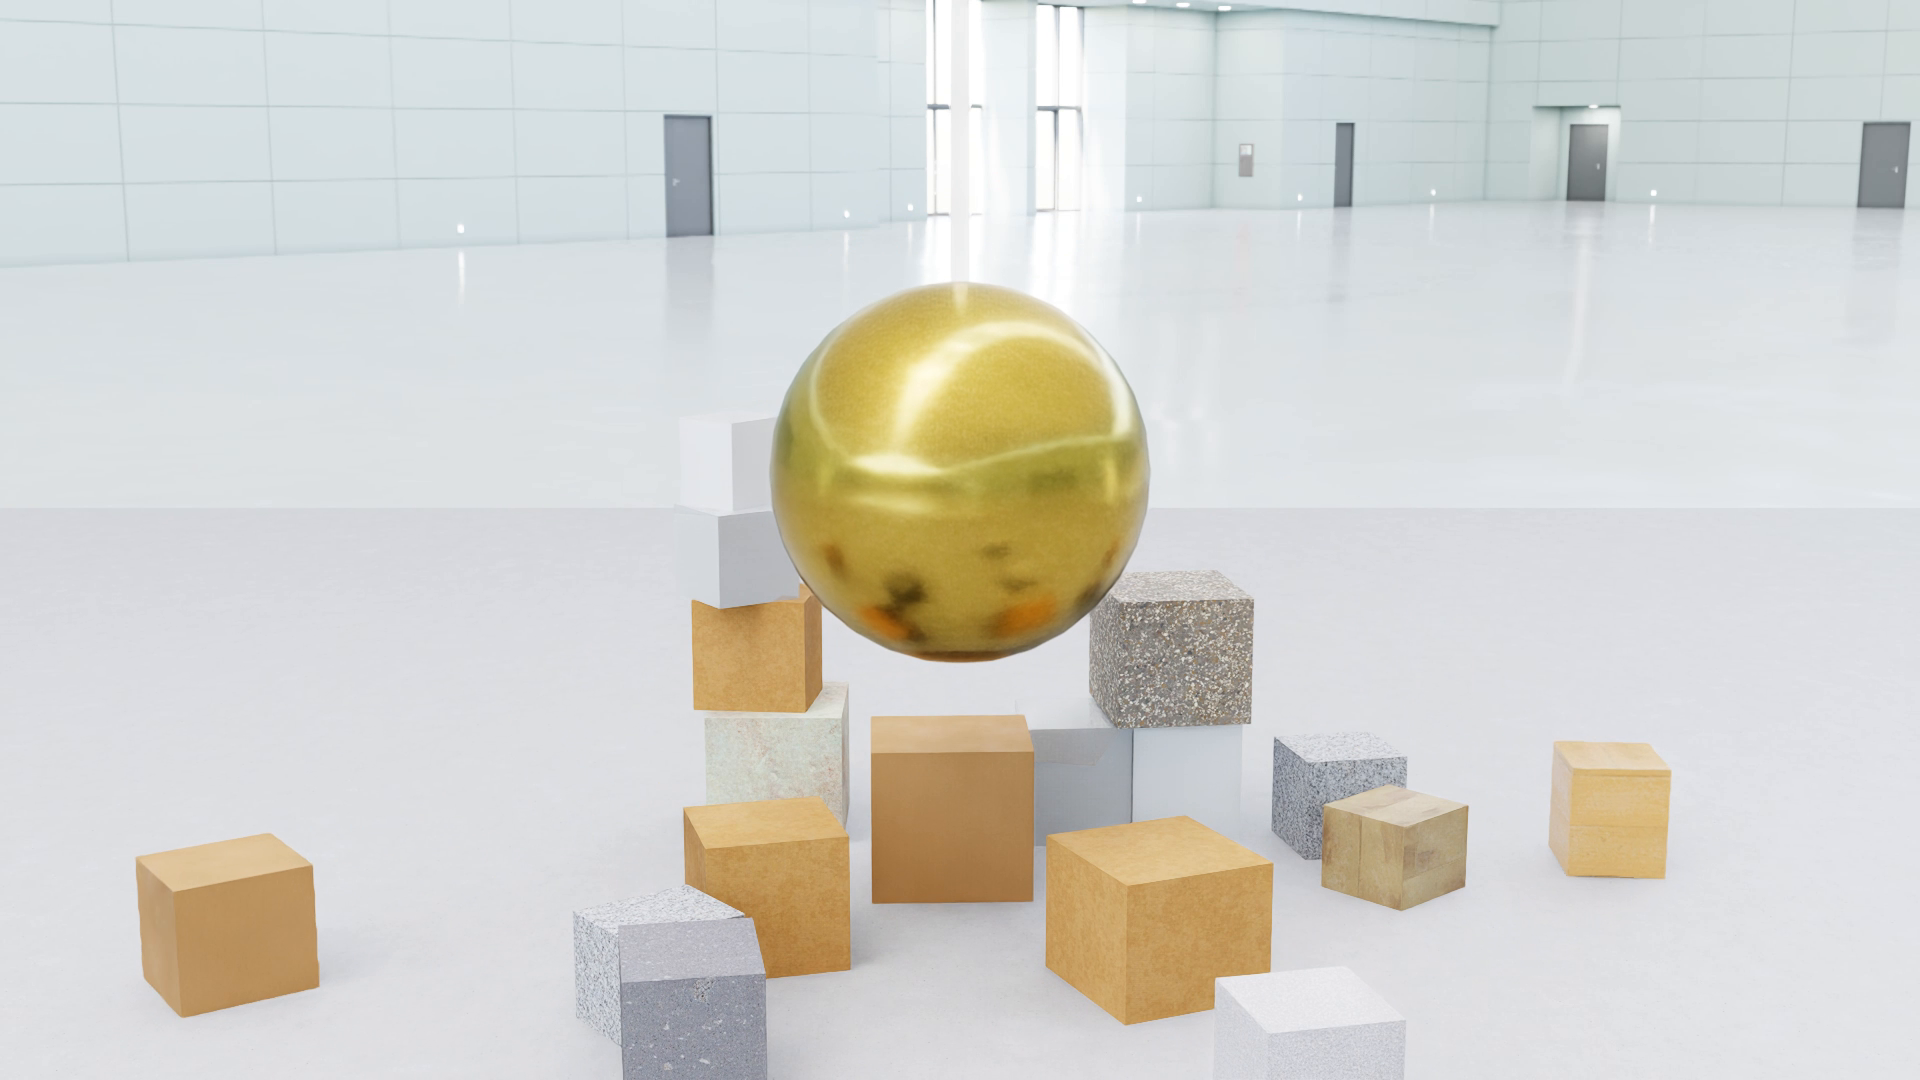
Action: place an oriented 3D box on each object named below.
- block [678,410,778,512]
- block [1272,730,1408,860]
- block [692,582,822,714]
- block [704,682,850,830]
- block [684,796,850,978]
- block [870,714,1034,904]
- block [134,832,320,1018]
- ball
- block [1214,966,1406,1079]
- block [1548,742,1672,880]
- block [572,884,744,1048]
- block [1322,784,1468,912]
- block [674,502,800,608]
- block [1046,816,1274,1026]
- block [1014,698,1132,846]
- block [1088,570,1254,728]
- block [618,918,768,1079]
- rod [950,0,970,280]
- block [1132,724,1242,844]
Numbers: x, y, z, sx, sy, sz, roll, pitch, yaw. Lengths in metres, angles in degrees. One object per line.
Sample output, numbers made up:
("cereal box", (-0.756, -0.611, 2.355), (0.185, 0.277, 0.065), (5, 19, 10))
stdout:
("block", (-1.142, -0.404, 11.081), (0.367, 0.436, 0.389), (8, 13, 38))
("block", (1.910, 1.284, 11.108), (0.521, 0.499, 0.491), (-2, 11, -12))
("block", (-1.032, 0.541, 11.257), (0.573, 0.565, 0.499), (1, 10, 6))
("block", (-0.931, 1.149, 11.371), (0.680, 0.671, 0.756), (0, 10, 0))
("block", (-0.847, 1.513, 9.576), (0.614, 0.597, 0.605), (-3, 11, -16))
("block", (-0.047, 1.276, 10.518), (0.754, 0.726, 0.660), (0, 10, -2))
("block", (-3.078, 1.605, 9.238), (0.572, 0.537, 0.539), (-7, 13, -35))
("ball", (0.000, -0.283, 9.218), (1.600, 1.600, 1.600), (0, 10, 0))
("block", (1.257, 1.877, 7.968), (0.517, 0.456, 0.529), (-3, 11, -13))
("block", (3.181, 1.319, 10.791), (0.462, 0.544, 0.485), (1, 10, 4))
("block", (-1.208, 1.717, 8.858), (0.531, 0.453, 0.448), (-8, 13, -37))
("block", (2.065, 1.453, 10.445), (0.505, 0.404, 0.466), (-9, 14, -42))
("block", (-1.126, 0.054, 11.070), (0.449, 0.462, 0.474), (-7, 12, -33))
("block", (0.826, 1.579, 9.239), (0.682, 0.588, 0.711), (-5, 11, -24))
("block", (0.577, 1.187, 11.345), (0.530, 0.606, 0.608), (-1, 10, -5))
("block", (1.068, 0.547, 11.240), (0.679, 0.640, 0.742), (-1, 10, -8))
("block", (-1.005, 1.787, 8.226), (0.514, 0.541, 0.591), (-2, 10, -10))
("rod", (0.000, -3.650, 9.689), (0.080, 5.200, 0.080), (0, -8, 0))
("block", (1.116, 1.170, 11.368), (0.548, 0.631, 0.654), (-1, 10, -5))
